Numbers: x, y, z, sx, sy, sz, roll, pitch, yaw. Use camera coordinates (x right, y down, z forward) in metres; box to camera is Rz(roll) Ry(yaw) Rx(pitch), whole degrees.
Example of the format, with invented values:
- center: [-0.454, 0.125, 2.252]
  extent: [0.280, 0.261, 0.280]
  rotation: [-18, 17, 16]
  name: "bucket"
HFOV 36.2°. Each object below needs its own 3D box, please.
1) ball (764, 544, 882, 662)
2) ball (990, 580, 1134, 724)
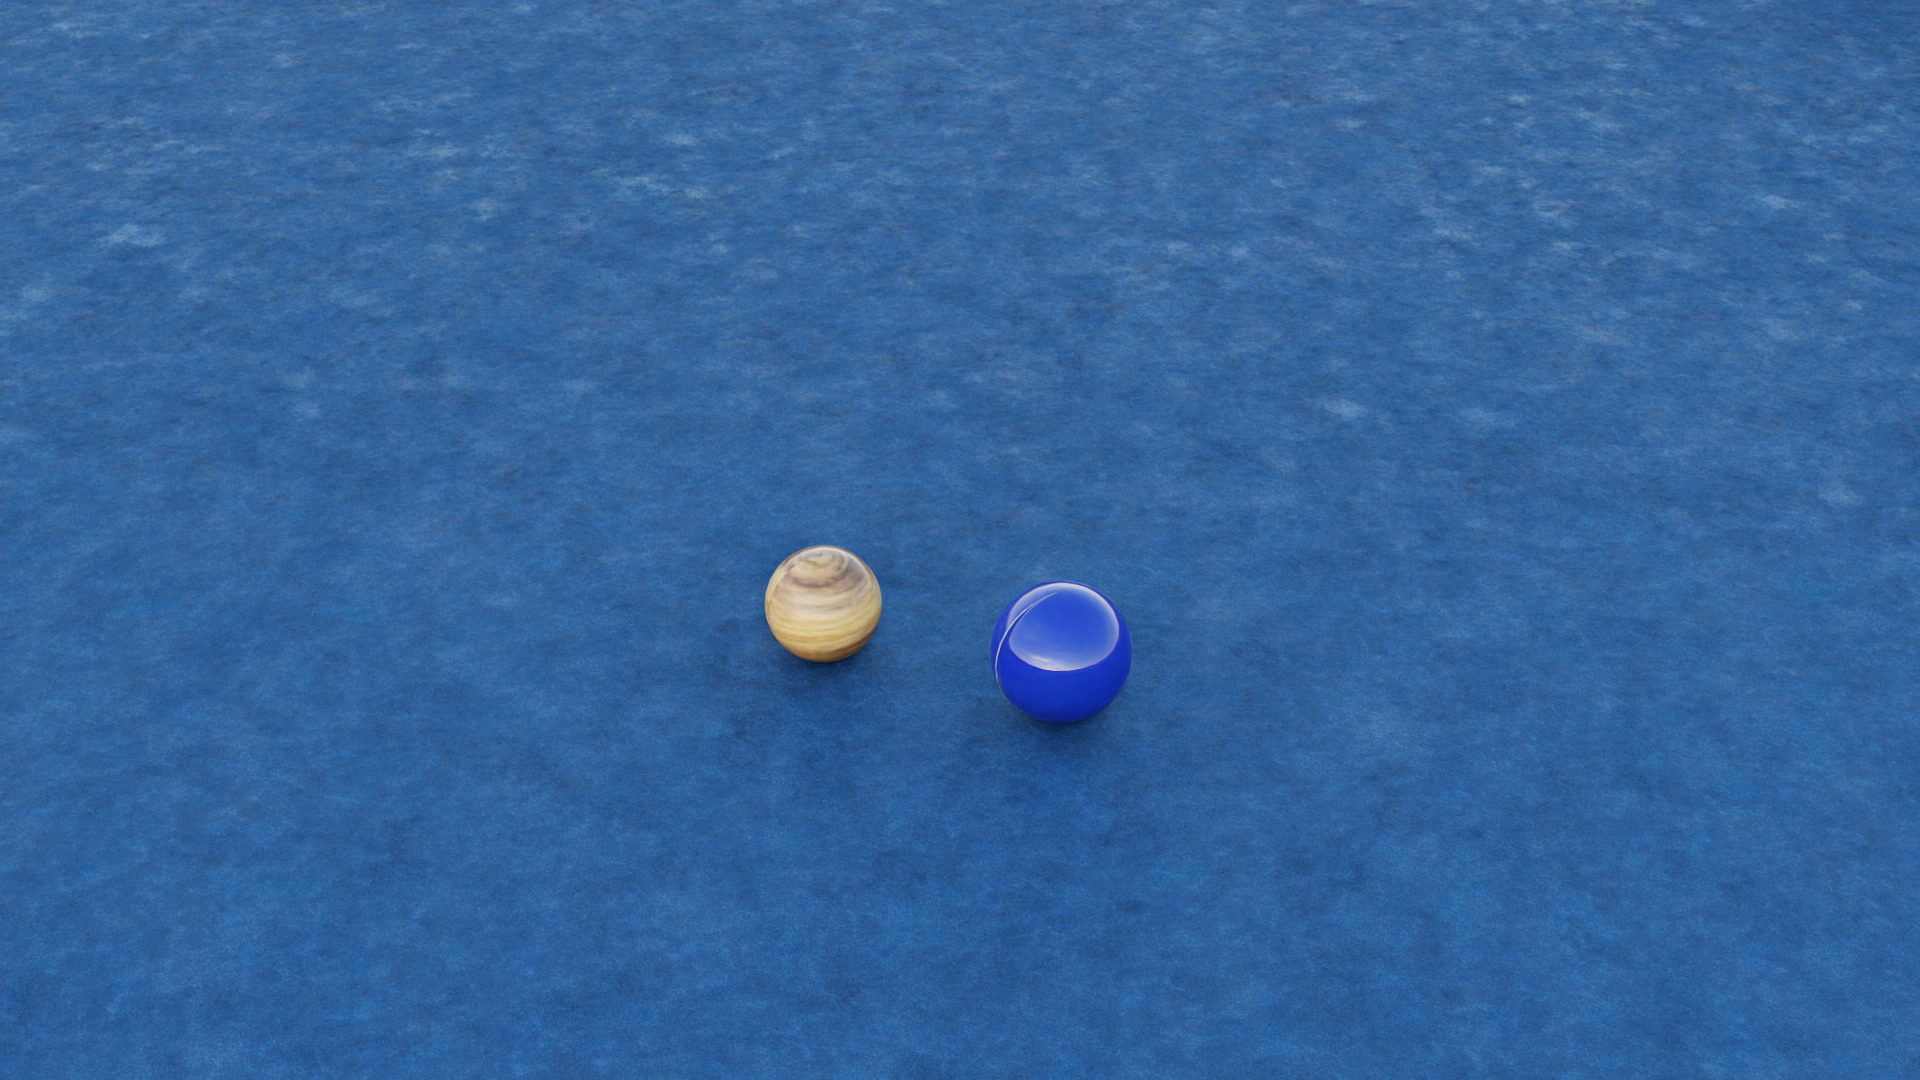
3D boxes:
- center: [-0.076, 0.036, 1.642]
  extent: [0.066, 0.066, 0.066]
  rotation: [0, 31, 0]
  name: "ball"
- center: [0.055, 0.060, 1.589]
  extent: [0.078, 0.078, 0.078]
  rotation: [0, 31, 0]
  name: "ball"
